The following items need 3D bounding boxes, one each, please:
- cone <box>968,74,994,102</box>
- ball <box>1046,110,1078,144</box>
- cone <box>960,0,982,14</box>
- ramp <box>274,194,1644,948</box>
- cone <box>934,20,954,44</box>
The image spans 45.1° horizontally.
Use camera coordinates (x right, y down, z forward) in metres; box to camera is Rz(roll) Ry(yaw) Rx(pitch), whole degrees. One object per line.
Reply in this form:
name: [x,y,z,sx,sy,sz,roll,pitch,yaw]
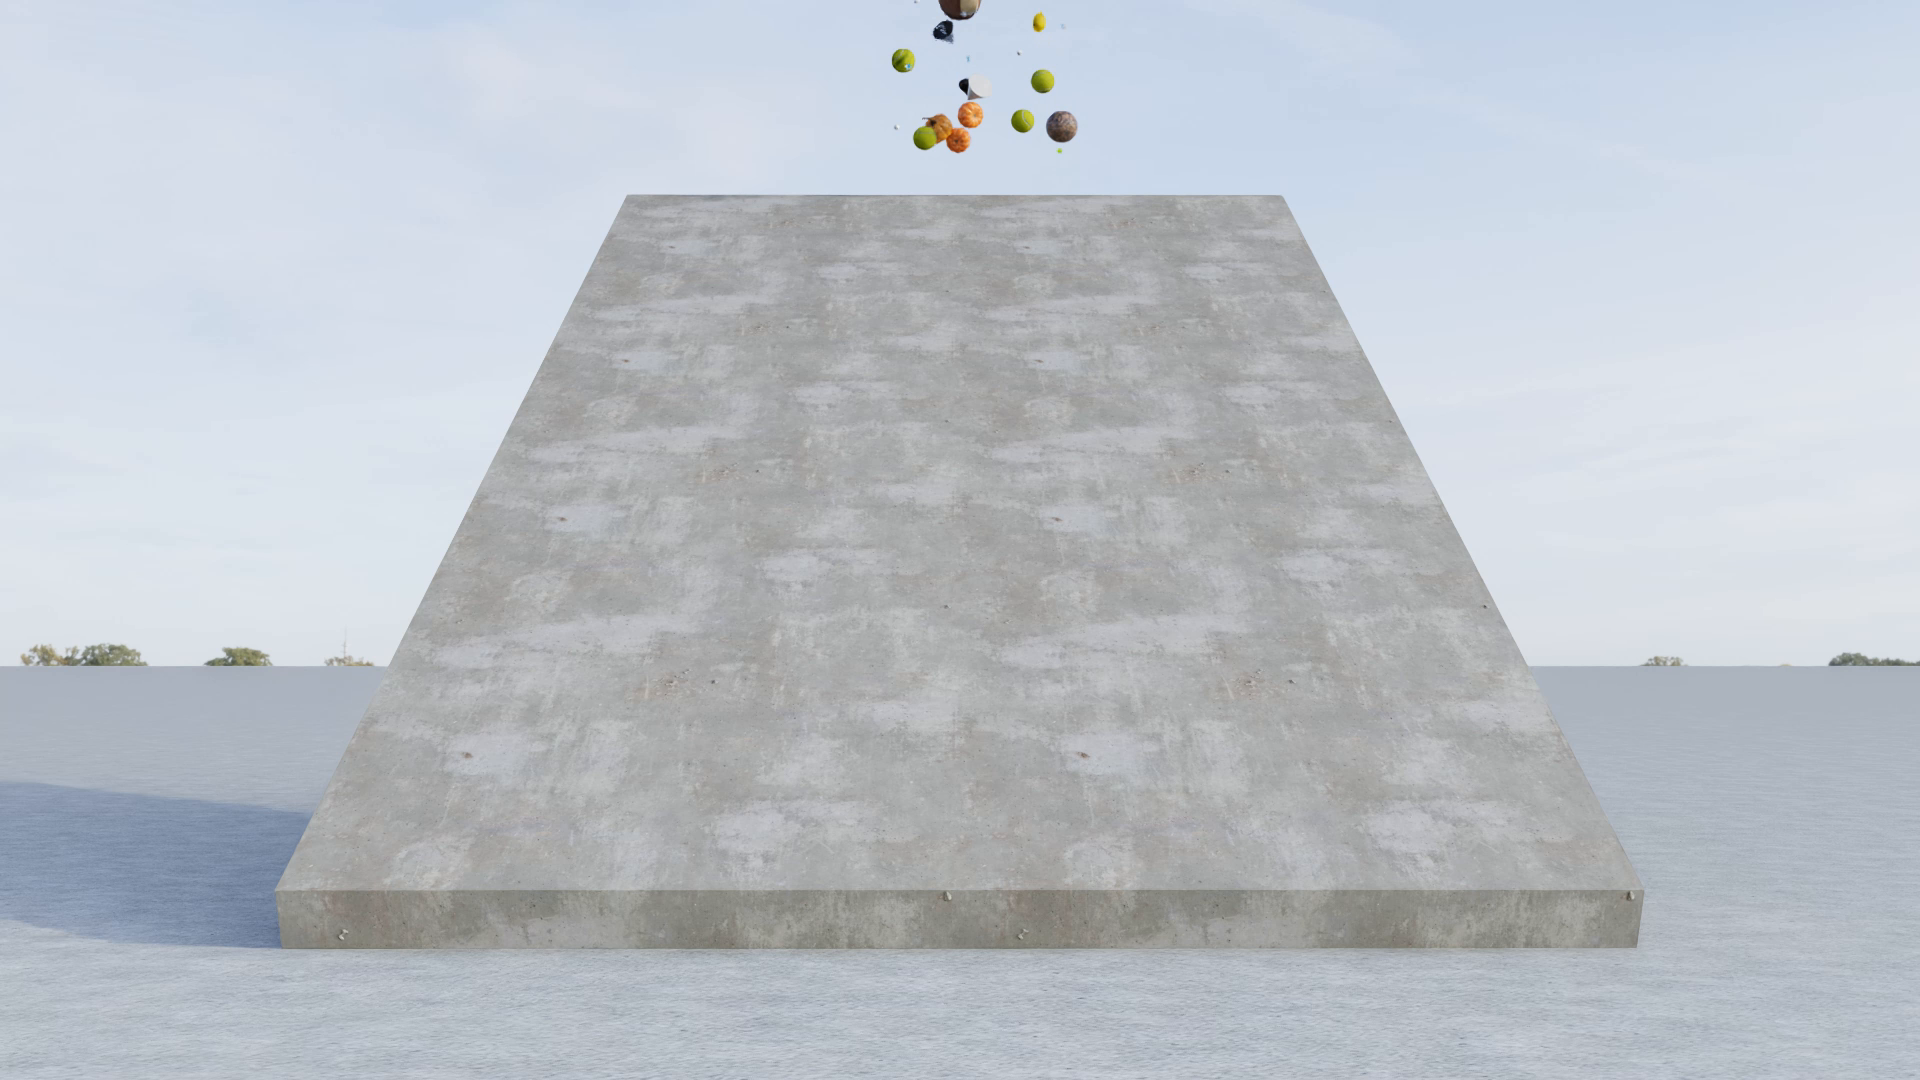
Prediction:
cone: [0.041,-1.302,6.741,0.082,0.082,0.082,2,-26,-32]
ball: [0.297,-1.206,6.748,0.094,0.094,0.094,0,-3,0]
cone: [0.039,-1.528,6.628,0.060,0.060,0.060,1,32,-16]
ramp: [-0.007,-0.225,5.235,2.000,0.100,4.000,0,23,0]
cone: [-0.034,-1.477,6.784,0.067,0.067,0.067,-2,-25,30]
